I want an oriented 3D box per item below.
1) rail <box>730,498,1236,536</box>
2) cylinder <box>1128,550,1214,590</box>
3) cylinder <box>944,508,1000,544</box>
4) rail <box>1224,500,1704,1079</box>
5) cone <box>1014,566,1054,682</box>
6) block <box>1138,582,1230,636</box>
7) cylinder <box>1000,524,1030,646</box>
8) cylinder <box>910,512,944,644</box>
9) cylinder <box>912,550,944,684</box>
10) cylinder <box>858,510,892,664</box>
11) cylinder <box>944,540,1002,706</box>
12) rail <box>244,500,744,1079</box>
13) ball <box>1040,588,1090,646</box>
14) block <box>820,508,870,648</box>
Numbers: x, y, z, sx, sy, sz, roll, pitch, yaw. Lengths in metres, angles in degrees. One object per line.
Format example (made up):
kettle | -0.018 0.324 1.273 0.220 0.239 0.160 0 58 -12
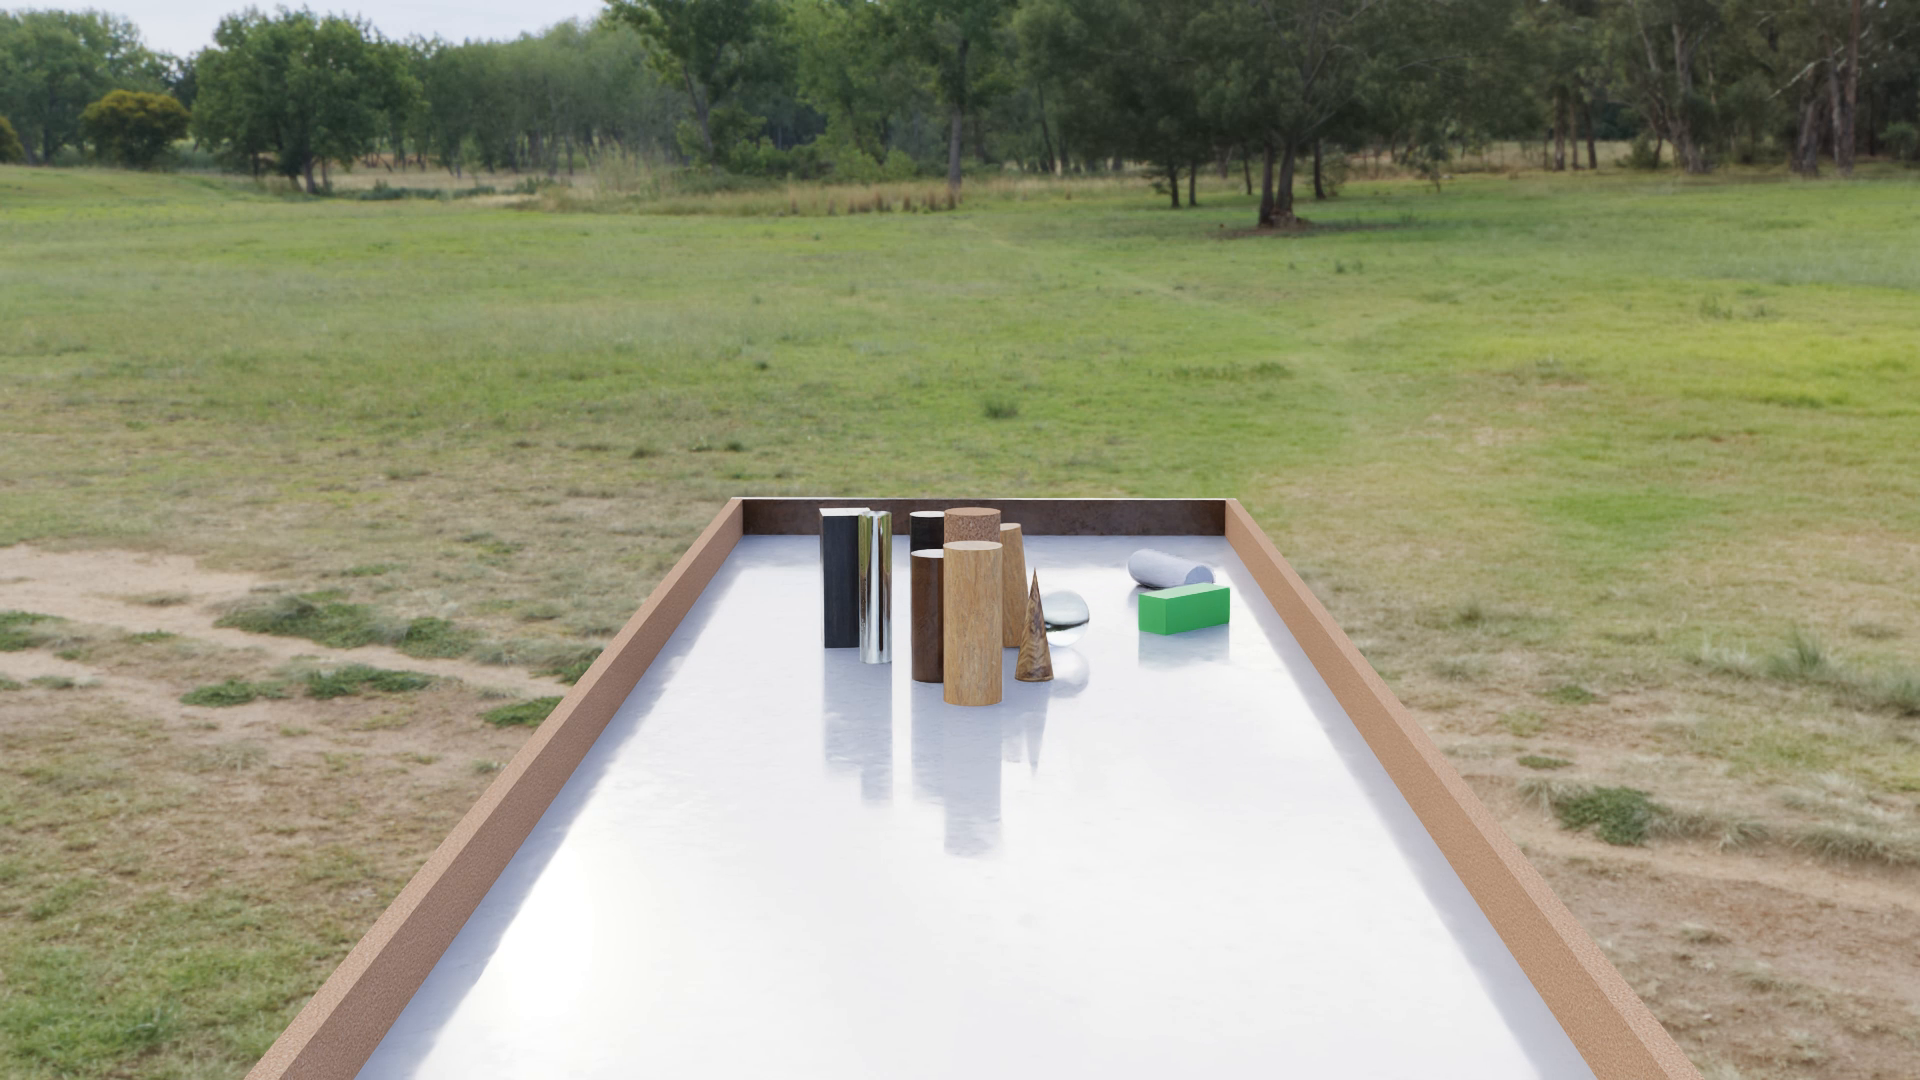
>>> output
rail | 0.099 -0.098 9.147 2.100 0.150 0.050 0 9 1
cylinder | 0.750 0.124 7.831 0.124 0.124 0.395 -4 10 -25
cylinder | 0.037 0.138 6.689 0.171 0.454 0.171 0 9 0
rail | 1.046 0.843 3.208 0.050 0.150 12.000 0 9 1
cone | 0.218 0.239 6.429 0.117 0.336 0.117 0 9 0
block | 0.737 0.225 7.209 0.314 0.120 0.120 -8 12 -42
cylinder | 0.154 0.141 6.899 0.117 0.371 0.117 -7 10 1
cylinder | -0.094 0.123 6.919 0.127 0.412 0.127 0 9 0
cylinder | -0.069 0.222 6.430 0.148 0.370 0.148 0 9 0
cylinder | -0.256 0.144 6.654 0.100 0.454 0.100 0 9 0
cylinder | 0.036 0.232 6.146 0.166 0.439 0.166 0 9 0
rail | -1.004 0.839 3.234 0.050 0.150 12.000 0 9 1
ball | 0.315 0.243 6.889 0.184 0.184 0.184 0 9 0
block | -0.357 0.118 6.925 0.156 0.419 0.156 -1 9 -8
